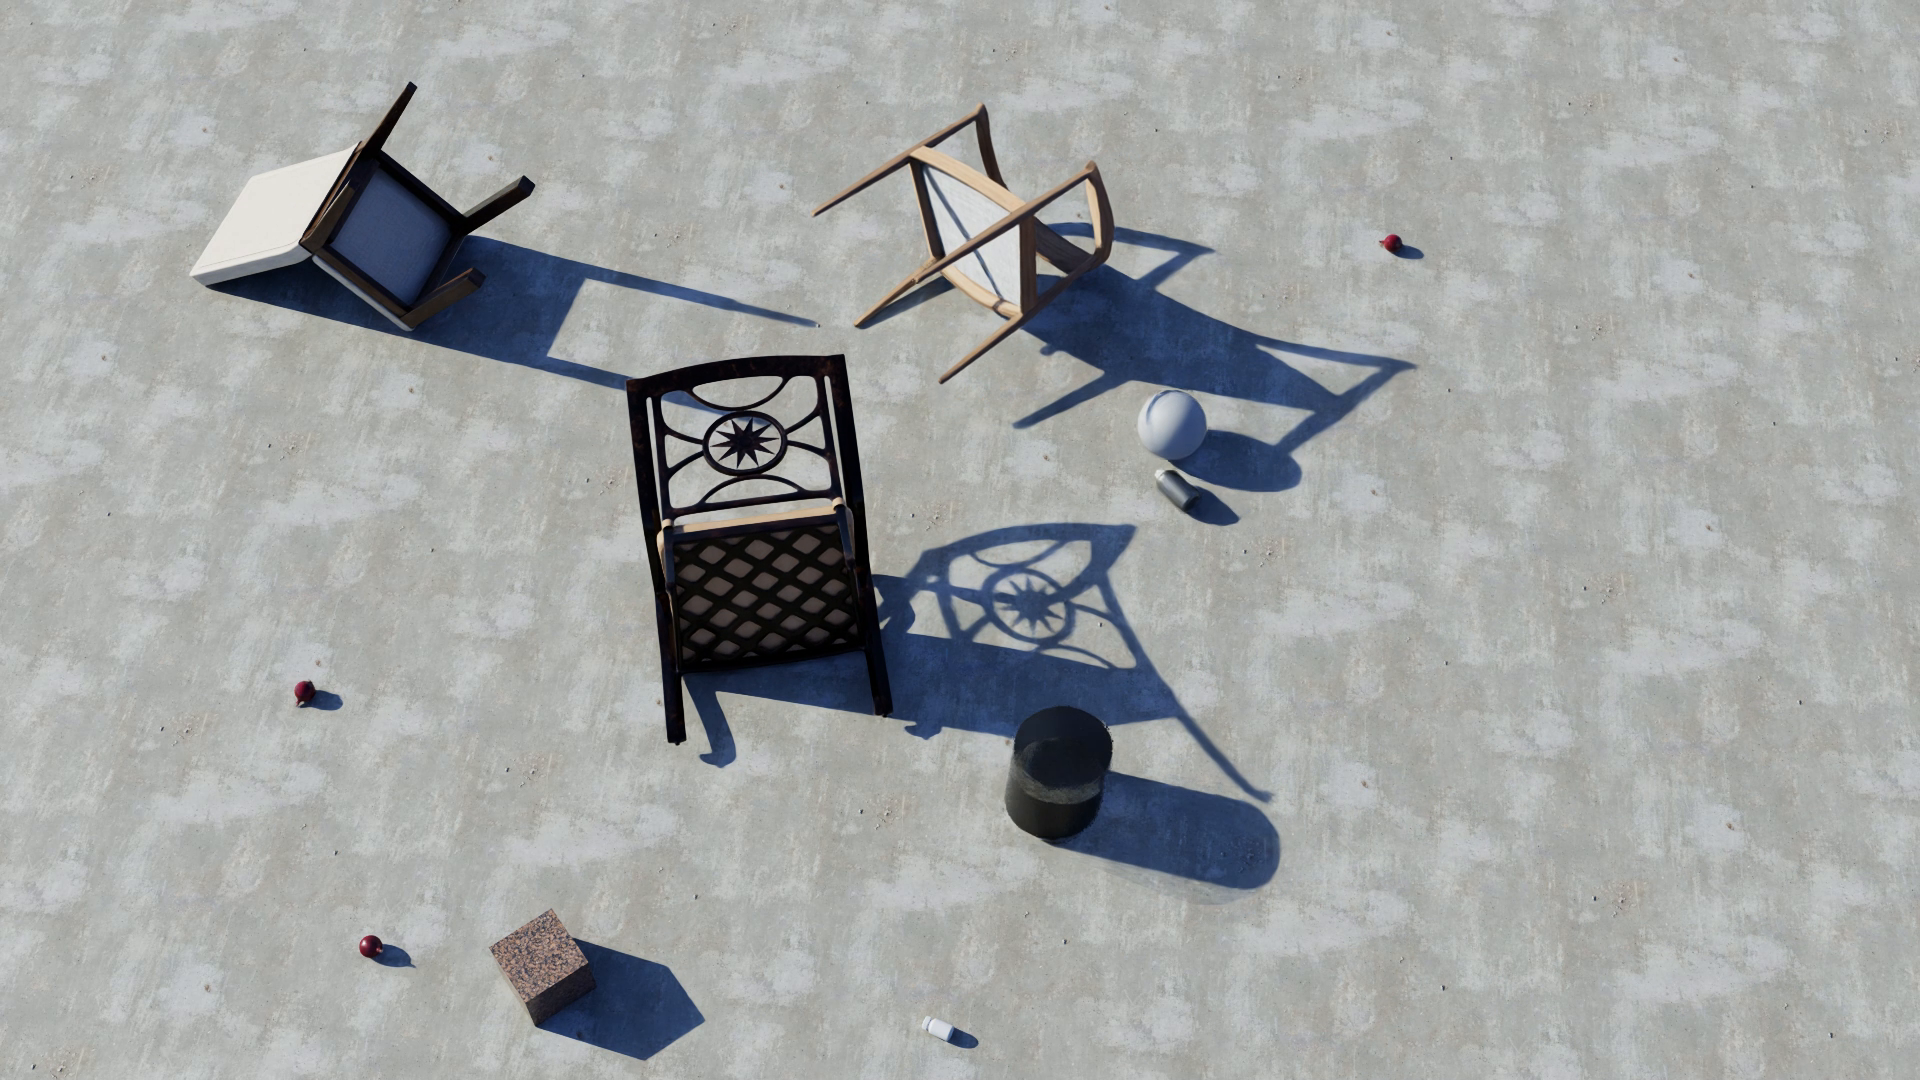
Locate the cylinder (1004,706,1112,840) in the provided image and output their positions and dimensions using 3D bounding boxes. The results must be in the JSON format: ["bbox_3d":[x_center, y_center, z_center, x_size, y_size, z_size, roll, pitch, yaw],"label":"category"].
[{"bbox_3d":[0.266,0.633,5.975,0.272,0.259,0.257,-28,59,-25],"label":"cylinder"}]

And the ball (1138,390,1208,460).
[{"bbox_3d":[0.645,-0.351,6.683,0.210,0.210,0.210,0,56,0],"label":"ball"}]

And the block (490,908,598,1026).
[{"bbox_3d":[-1.085,1.114,5.727,0.187,0.165,0.187,-31,62,-19],"label":"block"}]
